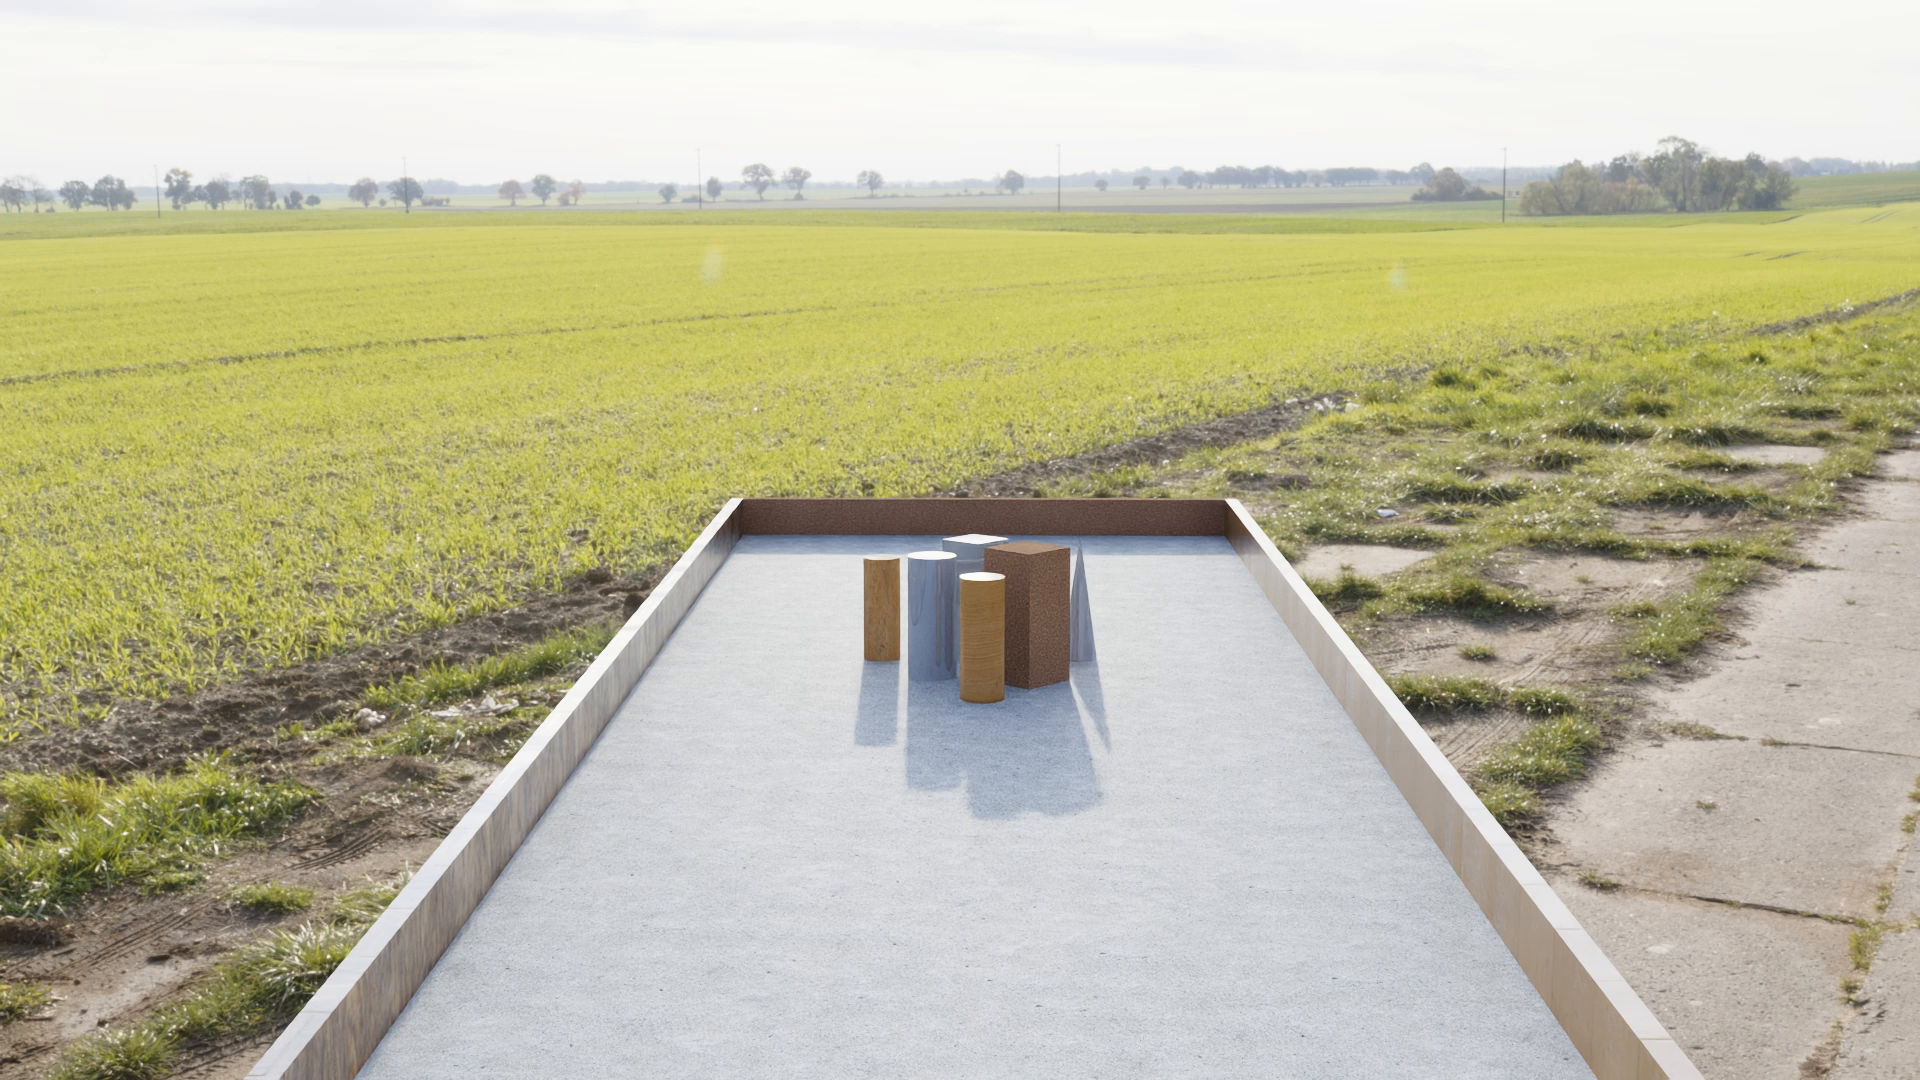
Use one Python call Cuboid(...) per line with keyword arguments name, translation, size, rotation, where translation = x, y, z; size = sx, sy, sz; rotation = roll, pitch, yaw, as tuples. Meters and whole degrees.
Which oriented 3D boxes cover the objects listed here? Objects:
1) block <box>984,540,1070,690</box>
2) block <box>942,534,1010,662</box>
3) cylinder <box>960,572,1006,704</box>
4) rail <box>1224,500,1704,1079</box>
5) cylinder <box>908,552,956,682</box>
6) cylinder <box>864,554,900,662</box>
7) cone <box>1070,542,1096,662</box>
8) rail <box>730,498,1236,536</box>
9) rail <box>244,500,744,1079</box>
Cuboid(name="block", translation=(0.195, 0.216, 6.394), size=(0.177, 0.393, 0.177), rotation=(8, 12, 43))
Cuboid(name="block", translation=(0.048, 0.181, 6.681), size=(0.143, 0.372, 0.143), rotation=(8, 12, 41))
Cuboid(name="cylinder", translation=(0.063, 0.274, 6.167), size=(0.127, 0.348, 0.127), rotation=(0, 9, 0))
Cuboid(name="rail", translation=(1.046, 0.843, 3.208), size=(0.050, 0.150, 12.000), rotation=(0, 9, 1))
Cuboid(name="cylinder", translation=(-0.082, 0.223, 6.453), size=(0.143, 0.360, 0.143), rotation=(0, 9, 0))
Cuboid(name="cylinder", translation=(-0.238, 0.206, 6.709), size=(0.112, 0.313, 0.112), rotation=(0, 9, 0))
Cuboid(name="cone", translation=(0.364, 0.174, 6.696), size=(0.110, 0.380, 0.110), rotation=(0, 9, 0))
Cuboid(name="rail", translation=(0.099, -0.098, 9.147), size=(2.100, 0.150, 0.050), rotation=(0, 9, 1))
Cuboid(name="rail", translation=(-1.004, 0.839, 3.234), size=(0.050, 0.150, 12.000), rotation=(0, 9, 1))
